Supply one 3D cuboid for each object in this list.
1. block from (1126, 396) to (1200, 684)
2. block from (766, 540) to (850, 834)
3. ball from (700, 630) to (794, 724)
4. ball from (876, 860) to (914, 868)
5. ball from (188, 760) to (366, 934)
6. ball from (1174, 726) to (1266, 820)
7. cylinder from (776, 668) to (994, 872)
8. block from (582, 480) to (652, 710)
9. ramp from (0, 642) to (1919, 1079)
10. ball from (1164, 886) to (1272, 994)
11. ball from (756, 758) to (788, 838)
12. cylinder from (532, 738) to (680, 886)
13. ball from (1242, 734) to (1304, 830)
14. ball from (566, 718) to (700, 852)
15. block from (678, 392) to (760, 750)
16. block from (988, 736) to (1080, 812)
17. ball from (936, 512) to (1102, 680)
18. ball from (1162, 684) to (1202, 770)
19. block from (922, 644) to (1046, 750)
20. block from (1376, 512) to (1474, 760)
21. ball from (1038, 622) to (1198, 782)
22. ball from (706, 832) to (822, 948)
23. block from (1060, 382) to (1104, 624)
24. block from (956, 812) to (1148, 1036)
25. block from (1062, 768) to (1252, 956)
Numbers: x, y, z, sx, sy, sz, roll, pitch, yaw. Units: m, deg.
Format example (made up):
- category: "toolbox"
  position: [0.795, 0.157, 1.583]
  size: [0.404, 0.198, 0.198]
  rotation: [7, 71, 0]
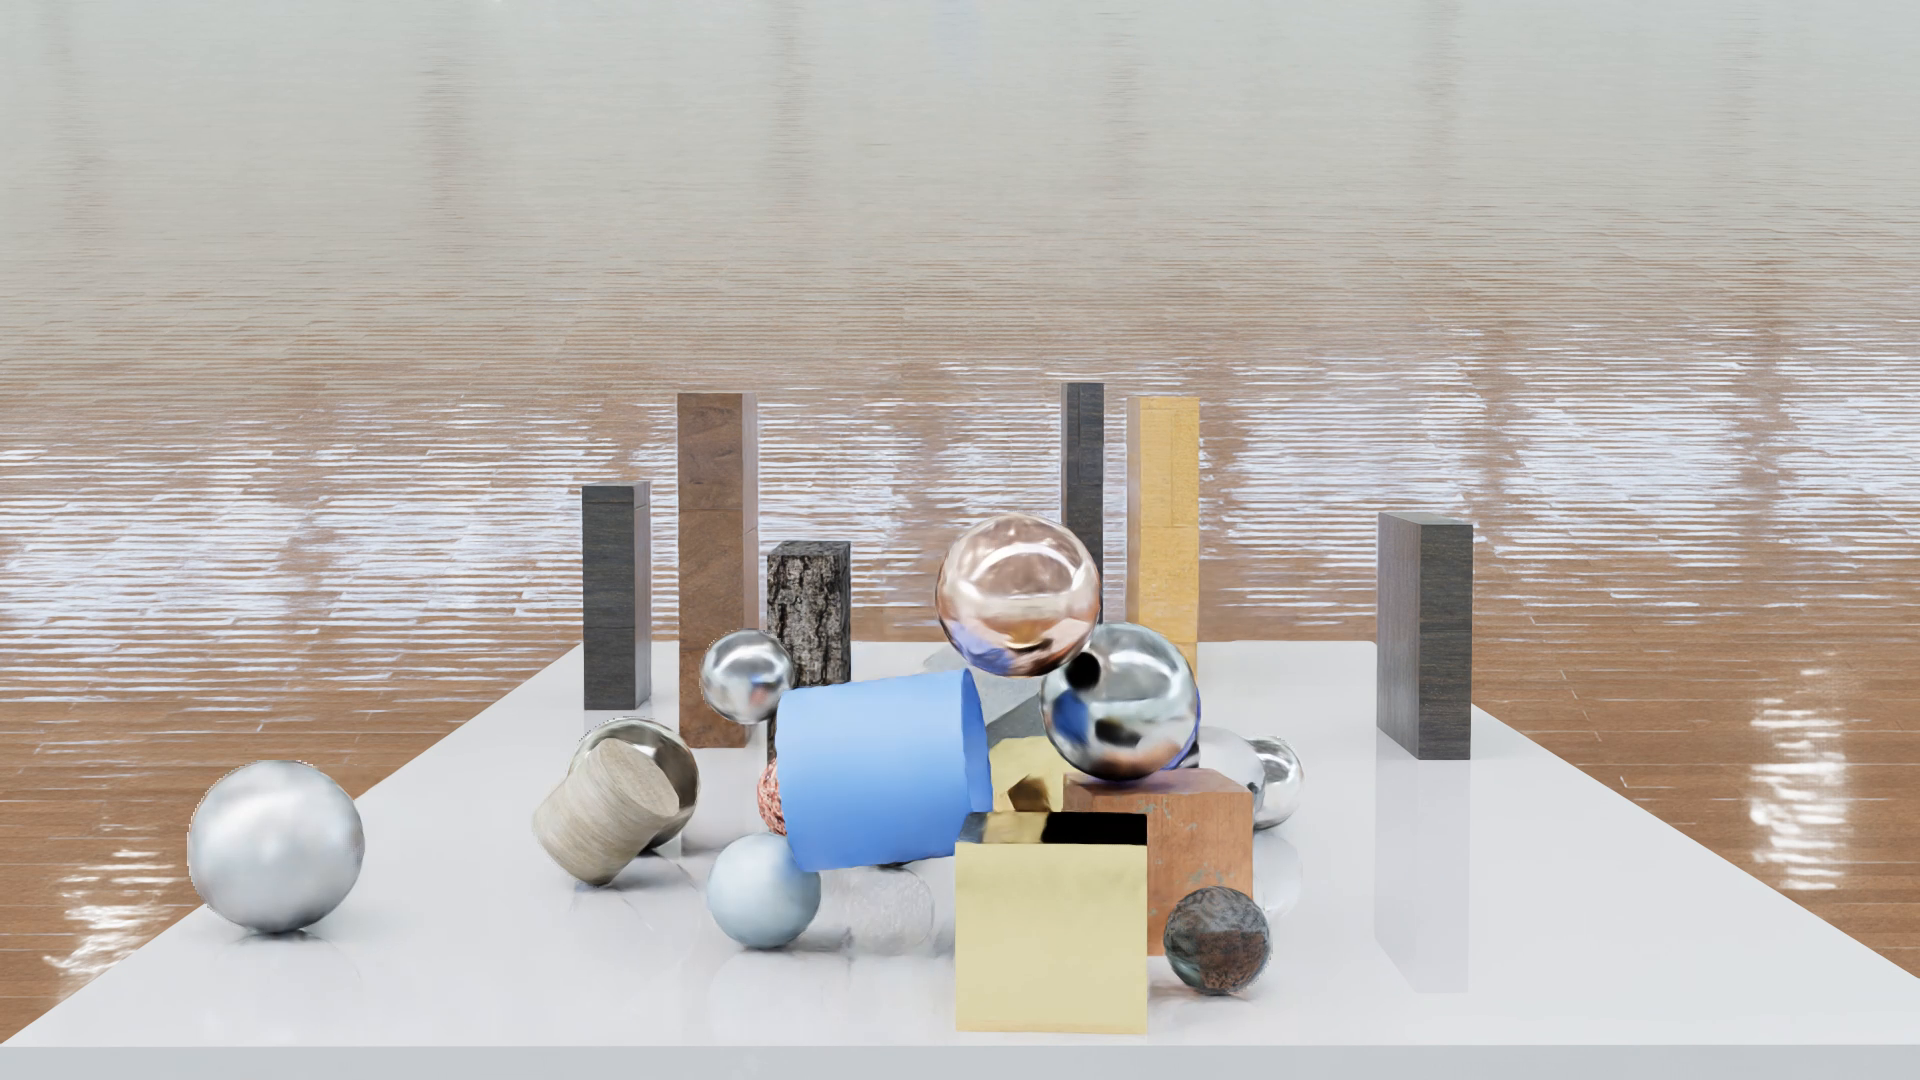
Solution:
- category: "block"
  position: [0.444, -0.004, 5.681]
  size: [0.124, 0.624, 0.443]
  rotation: [0, 3, 0]
- category: "block"
  position: [-0.209, 0.222, 3.616]
  size: [0.099, 0.423, 0.329]
  rotation: [0, 3, 0]
- category: "ball"
  position: [-0.280, 0.181, 3.391]
  size: [0.124, 0.124, 0.124]
  rotation: [0, 20, 0]
- category: "ball"
  position: [-0.094, 0.381, 3.470]
  size: [0.122, 0.122, 0.122]
  rotation: [0, 20, 0]
- category: "ball"
  position: [-0.814, 0.365, 3.061]
  size: [0.204, 0.204, 0.204]
  rotation: [0, 20, 0]
- category: "ball"
  position: [0.352, 0.345, 3.633]
  size: [0.162, 0.162, 0.162]
  rotation: [0, 20, 0]
- category: "cylinder"
  position: [-0.083, 0.261, 2.911]
  size: [0.208, 0.208, 0.208]
  rotation: [-7, 19, 8]
- category: "block"
  position: [-0.702, 0.109, 5.269]
  size: [0.104, 0.450, 0.277]
  rotation: [0, 3, 0]
- category: "ramp"
  position: [0.047, 0.428, 4.533]
  size: [2.000, 0.100, 4.000]
  rotation: [0, 3, 0]
- category: "ball"
  position: [0.275, 0.428, 2.747]
  size: [0.115, 0.115, 0.115]
  rotation: [0, 20, 0]
- category: "ball"
  position: [-0.198, 0.325, 3.263]
  size: [0.121, 0.121, 0.121]
  rotation: [0, 20, 0]
- category: "cylinder"
  position: [-0.460, 0.353, 3.336]
  size: [0.135, 0.135, 0.135]
  rotation: [41, 15, -14]
- category: "ball"
  position: [0.435, 0.355, 3.758]
  size: [0.139, 0.139, 0.139]
  rotation: [0, 20, 0]
- category: "ball"
  position: [-0.456, 0.342, 3.588]
  size: [0.186, 0.186, 0.186]
  rotation: [0, 20, 0]
- category: "block"
  position: [-0.444, 0.046, 4.754]
  size: [0.116, 0.636, 0.350]
  rotation: [0, 3, 0]
- category: "block"
  position: [0.085, 0.345, 3.218]
  size: [0.146, 0.146, 0.146]
  rotation: [-34, 16, -39]
- category: "ball"
  position: [0.066, 0.063, 2.887]
  size: [0.187, 0.187, 0.187]
  rotation: [0, 20, 0]
- category: "ball"
  position: [0.215, 0.222, 3.362]
  size: [0.201, 0.201, 0.201]
  rotation: [0, 20, 0]
- category: "block"
  position: [0.101, 0.249, 3.859]
  size: [0.199, 0.199, 0.199]
  rotation: [-32, 38, -2]
- category: "block"
  position: [0.840, 0.164, 4.668]
  size: [0.091, 0.410, 0.445]
  rotation: [0, 3, 0]
- category: "ball"
  position: [0.185, 0.189, 3.001]
  size: [0.186, 0.186, 0.186]
  rotation: [0, 20, 0]
- category: "ball"
  position: [-0.227, 0.406, 2.974]
  size: [0.133, 0.133, 0.133]
  rotation: [0, 20, 0]
- category: "block"
  position: [0.279, -0.033, 5.892]
  size: [0.082, 0.656, 0.344]
  rotation: [0, 3, 0]
- category: "block"
  position: [0.099, 0.394, 2.670]
  size: [0.192, 0.192, 0.192]
  rotation: [0, 3, 4]
- category: "block"
  position: [0.229, 0.376, 3.021]
  size: [0.185, 0.185, 0.185]
  rotation: [-1, 3, -9]
